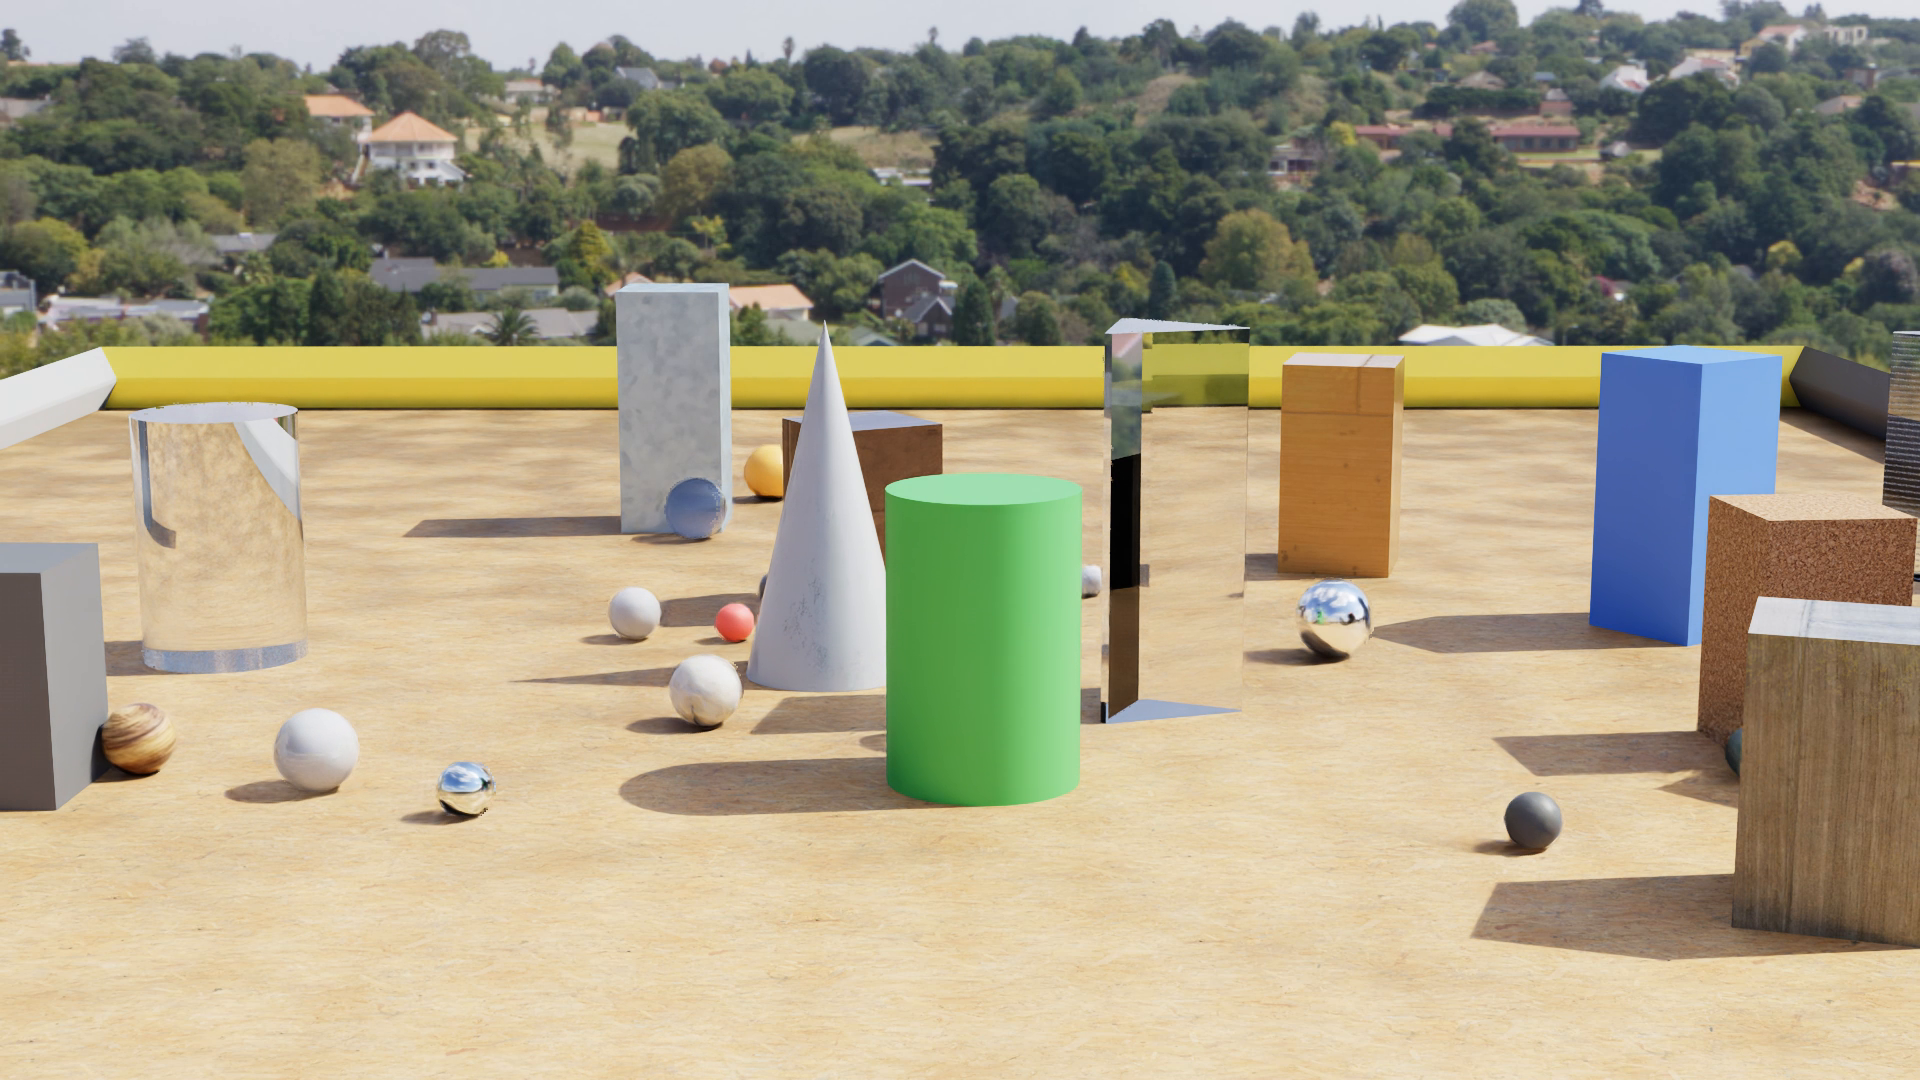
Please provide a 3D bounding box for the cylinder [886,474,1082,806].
[{"bbox_3d":[0.024,0.098,2.626,0.200,0.305,0.200,0,10,0],"label":"cylinder"}]

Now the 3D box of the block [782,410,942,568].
[{"bbox_3d":[-0.133,-0.035,3.484,0.160,0.255,0.160,-6,12,-30],"label":"block"}]

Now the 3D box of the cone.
[{"bbox_3d":[-0.160,-0.050,3.080,0.200,0.430,0.200,0,10,0],"label":"cone"}]

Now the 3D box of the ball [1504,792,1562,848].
[{"bbox_3d":[0.540,0.264,2.417,0.054,0.054,0.054,0,10,0],"label":"ball"}]

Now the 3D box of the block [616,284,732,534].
[{"bbox_3d":[-0.454,-0.213,4.097,0.160,0.380,0.160,0,10,1],"label":"block"}]

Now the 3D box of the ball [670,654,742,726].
[{"bbox_3d":[-0.284,0.167,2.864,0.081,0.081,0.081,0,10,0],"label":"ball"}]

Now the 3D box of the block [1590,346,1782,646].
[{"bbox_3d":[0.942,-0.062,3.336,0.160,0.360,0.160,-7,13,-35],"label":"block"}]

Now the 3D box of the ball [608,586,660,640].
[{"bbox_3d":[-0.418,0.094,3.298,0.067,0.067,0.067,0,10,0],"label":"ball"}]

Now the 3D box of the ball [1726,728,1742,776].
[{"bbox_3d":[0.820,0.219,2.651,0.057,0.057,0.057,0,10,0],"label":"ball"}]

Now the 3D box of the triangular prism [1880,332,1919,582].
[{"bbox_3d":[1.442,-0.120,3.673,0.150,0.353,0.173,-9,14,-41],"label":"triangular prism"}]

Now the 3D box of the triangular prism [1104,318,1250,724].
[{"bbox_3d":[0.217,-0.028,2.937,0.173,0.438,0.150,-4,11,-20],"label":"triangular prism"}]

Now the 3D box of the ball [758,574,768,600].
[{"bbox_3d":[-0.246,0.068,3.479,0.054,0.054,0.054,0,10,0],"label":"ball"}]

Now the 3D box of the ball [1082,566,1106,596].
[{"bbox_3d":[0.182,0.057,3.569,0.043,0.043,0.043,0,10,0],"label":"ball"}]

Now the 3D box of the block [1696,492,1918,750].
[{"bbox_3d":[0.905,0.094,2.754,0.160,0.265,0.160,-1,11,-6],"label":"block"}]

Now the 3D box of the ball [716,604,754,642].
[{"bbox_3d":[-0.288,0.105,3.287,0.049,0.049,0.049,0,10,0],"label":"ball"}]

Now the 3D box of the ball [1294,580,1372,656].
[{"bbox_3d":[0.466,0.098,3.199,0.096,0.096,0.096,0,10,0],"label":"ball"}]

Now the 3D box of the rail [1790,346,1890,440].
[{"bbox_3d":[1.812,0.032,3.459,0.045,0.130,4.247,0,10,0],"label":"rail"}]

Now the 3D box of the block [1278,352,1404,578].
[{"bbox_3d":[0.560,-0.113,3.765,0.160,0.304,0.160,3,11,14],"label":"block"}]

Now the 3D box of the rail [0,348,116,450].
[{"bbox_3d":[-1.812,0.035,3.438,0.045,0.130,4.247,0,10,0],"label":"rail"}]

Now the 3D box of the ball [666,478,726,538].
[{"bbox_3d":[-0.410,-0.049,3.998,0.094,0.094,0.094,0,10,0],"label":"ball"}]

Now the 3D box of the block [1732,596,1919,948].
[{"bbox_3d":[0.763,0.196,2.221,0.160,0.258,0.160,4,11,20],"label":"block"}]

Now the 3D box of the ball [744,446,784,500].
[{"bbox_3d":[-0.321,-0.114,4.358,0.092,0.092,0.092,0,10,0],"label":"ball"}]

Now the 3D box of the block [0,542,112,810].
[{"bbox_3d":[-0.974,0.135,2.600,0.160,0.240,0.160,0,10,1],"label":"block"}]

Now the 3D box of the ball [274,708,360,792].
[{"bbox_3d":[-0.654,0.213,2.606,0.085,0.085,0.085,0,10,0],"label":"ball"}]

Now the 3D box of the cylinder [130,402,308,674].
[{"bbox_3d":[-0.918,-0.006,3.184,0.200,0.306,0.200,0,10,0],"label":"cylinder"}]

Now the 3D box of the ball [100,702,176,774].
[{"bbox_3d":[-0.855,0.207,2.670,0.075,0.075,0.075,0,10,0],"label":"ball"}]

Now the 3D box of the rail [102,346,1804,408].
[{"bbox_3d":[-0.012,-0.348,5.513,3.672,0.130,0.045,0,10,0],"label":"rail"}]

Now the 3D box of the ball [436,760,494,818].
[{"bbox_3d":[-0.486,0.244,2.518,0.056,0.056,0.056,0,10,0],"label":"ball"}]
